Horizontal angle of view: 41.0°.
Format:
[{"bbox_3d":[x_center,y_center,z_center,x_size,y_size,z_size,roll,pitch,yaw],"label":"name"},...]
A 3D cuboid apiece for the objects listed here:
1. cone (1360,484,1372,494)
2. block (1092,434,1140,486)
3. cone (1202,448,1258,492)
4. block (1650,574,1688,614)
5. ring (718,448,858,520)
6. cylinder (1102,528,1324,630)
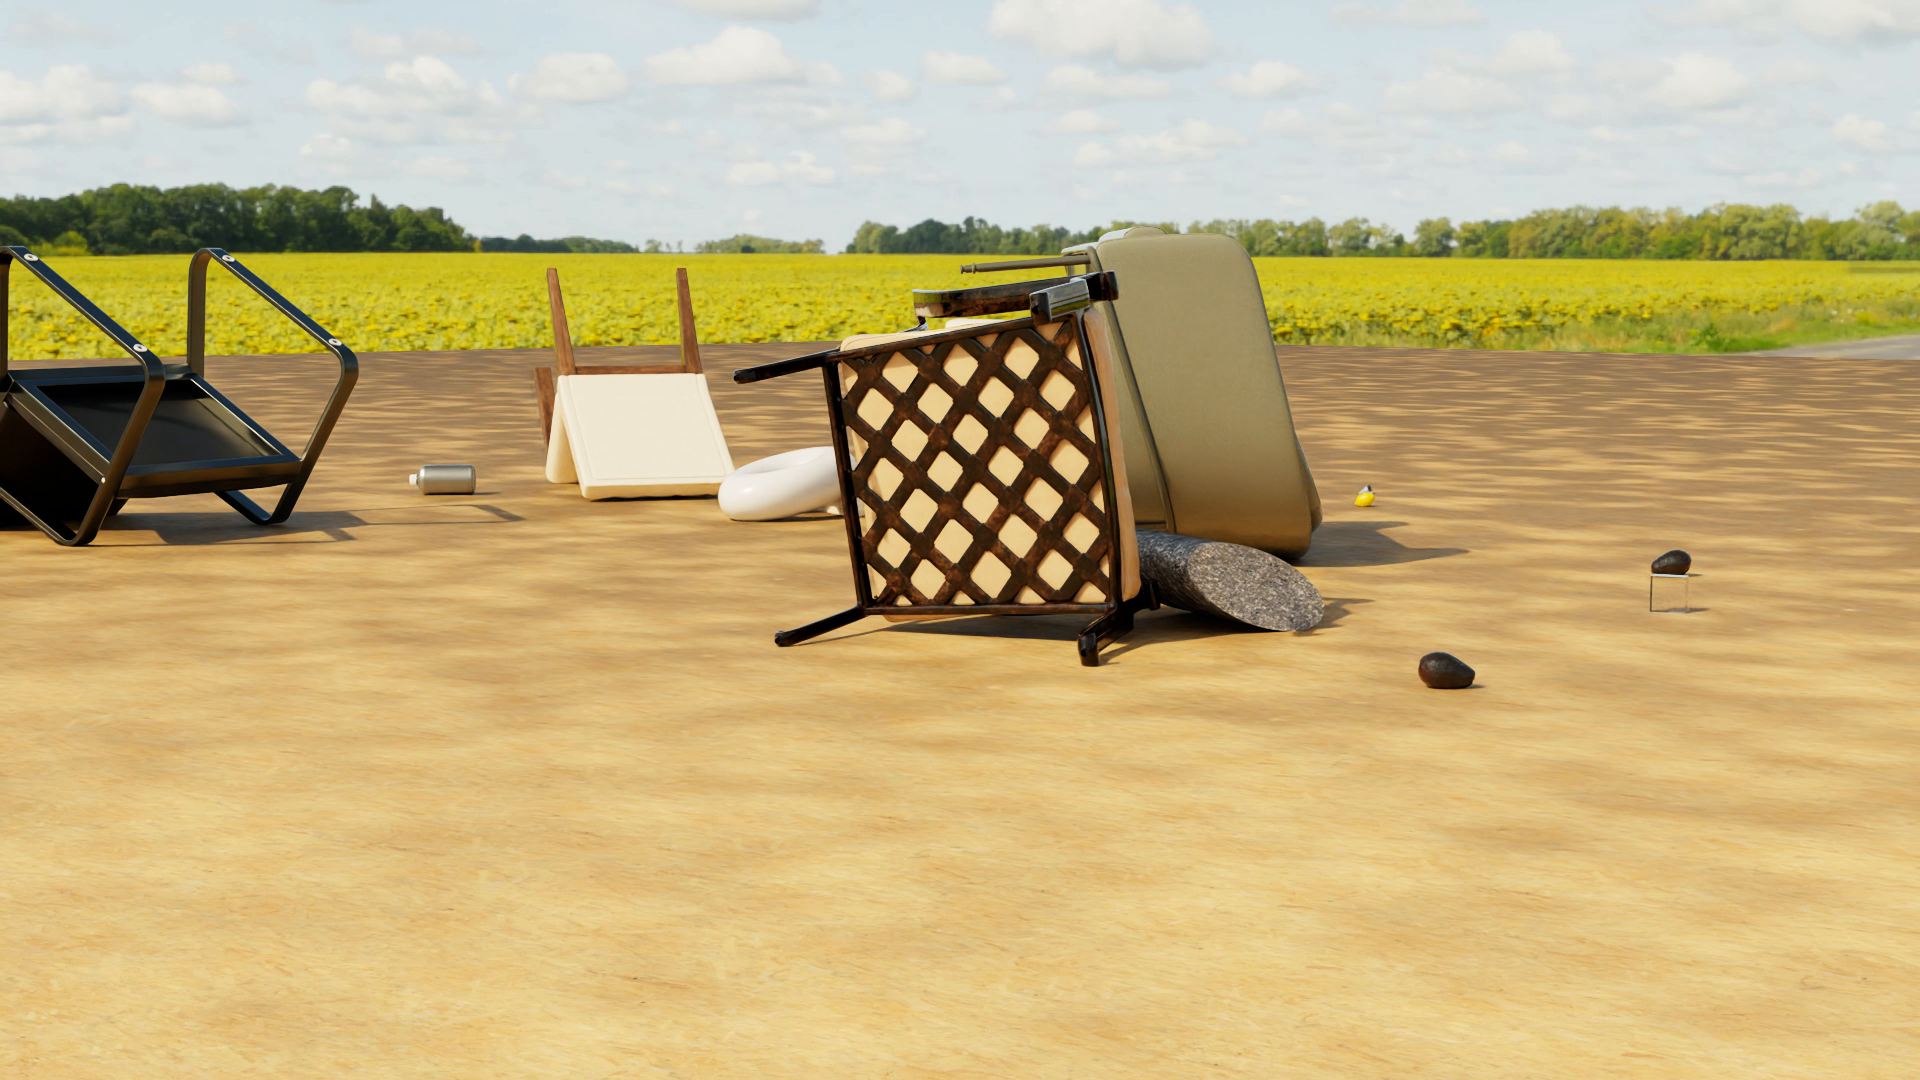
[{"bbox_3d":[1.226,-0.148,7.772,0.039,0.032,0.045,-22,-2,5],"label":"cone"},{"bbox_3d":[0.493,-0.255,8.120,0.118,0.157,0.098,-5,8,-42],"label":"block"},{"bbox_3d":[0.801,-0.183,7.855,0.156,0.158,0.144,-27,31,28],"label":"cone"},{"bbox_3d":[1.393,0.105,5.041,0.067,0.071,0.037,3,6,25],"label":"block"},{"bbox_3d":[-0.469,-0.154,7.023,0.312,0.129,0.448,2,17,42],"label":"ring"},{"bbox_3d":[0.477,0.073,4.863,0.319,0.133,0.314,22,-5,-27],"label":"cylinder"}]
